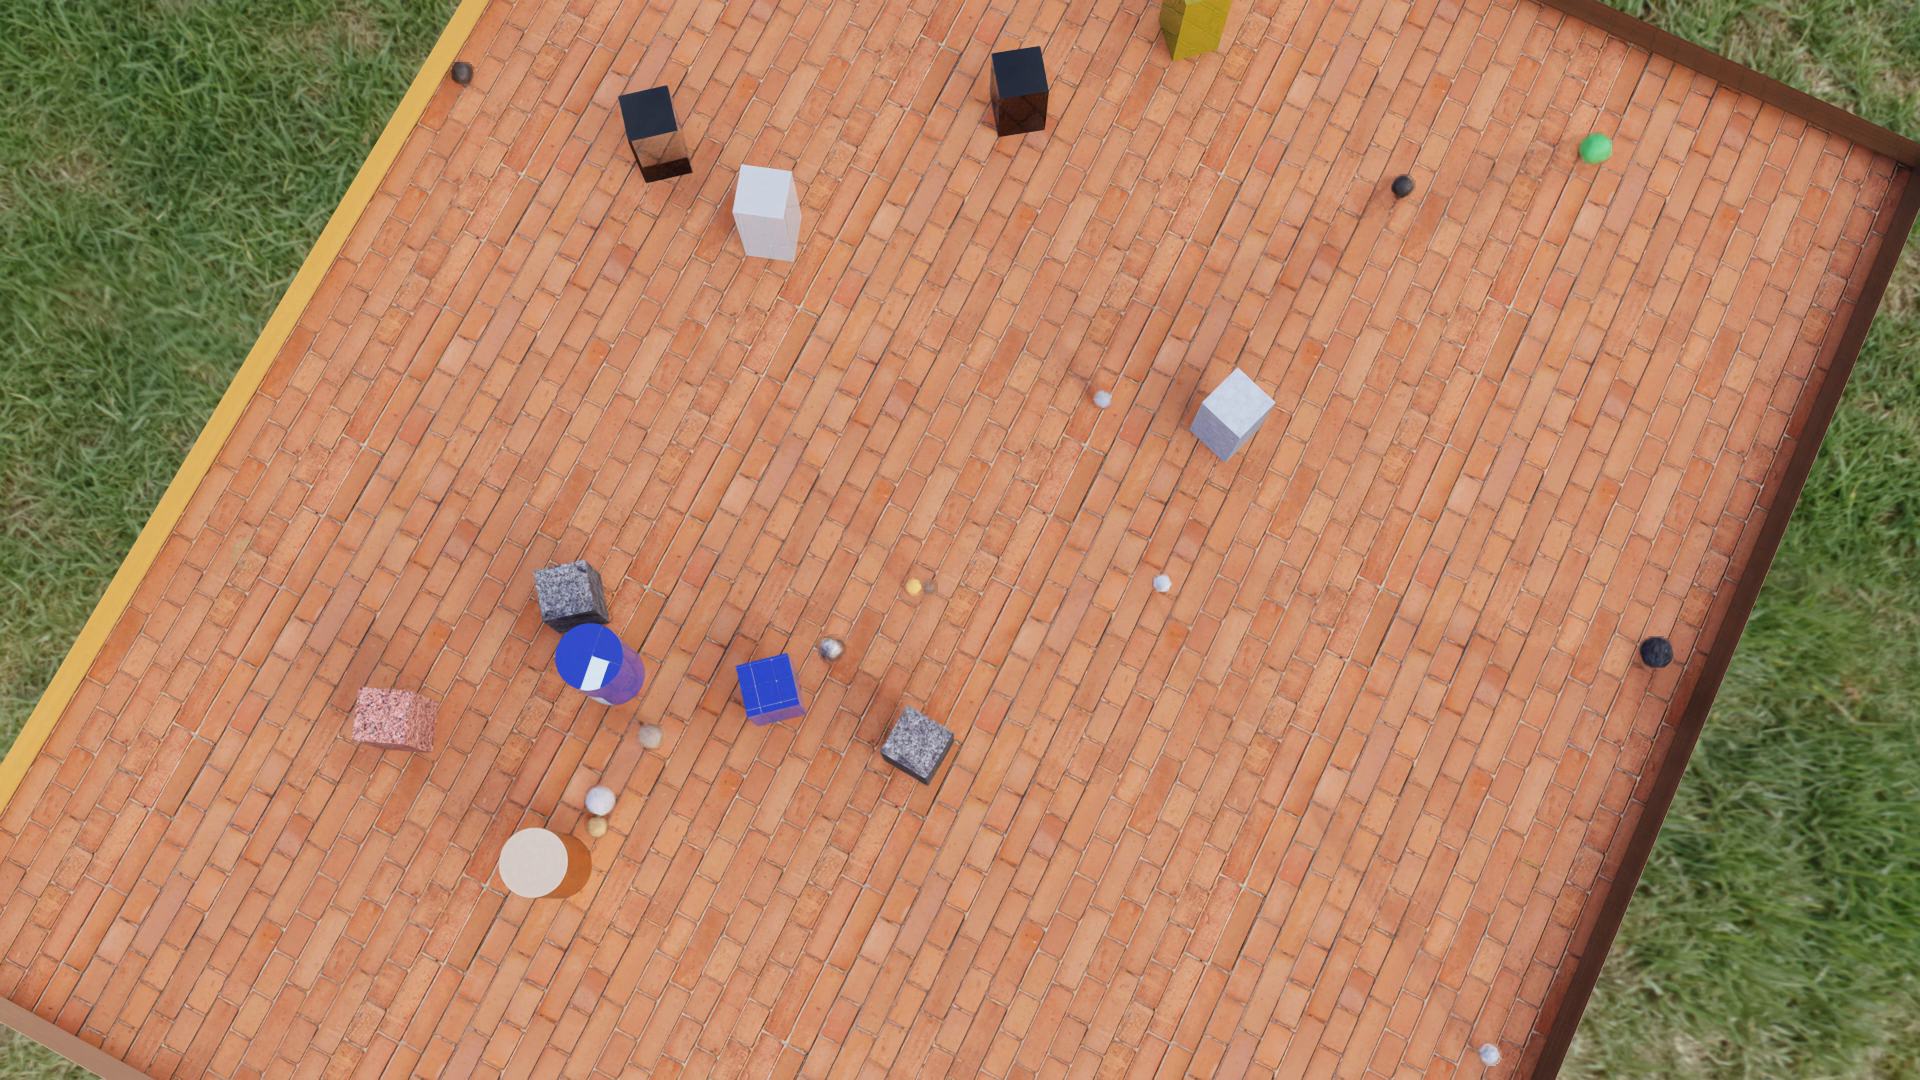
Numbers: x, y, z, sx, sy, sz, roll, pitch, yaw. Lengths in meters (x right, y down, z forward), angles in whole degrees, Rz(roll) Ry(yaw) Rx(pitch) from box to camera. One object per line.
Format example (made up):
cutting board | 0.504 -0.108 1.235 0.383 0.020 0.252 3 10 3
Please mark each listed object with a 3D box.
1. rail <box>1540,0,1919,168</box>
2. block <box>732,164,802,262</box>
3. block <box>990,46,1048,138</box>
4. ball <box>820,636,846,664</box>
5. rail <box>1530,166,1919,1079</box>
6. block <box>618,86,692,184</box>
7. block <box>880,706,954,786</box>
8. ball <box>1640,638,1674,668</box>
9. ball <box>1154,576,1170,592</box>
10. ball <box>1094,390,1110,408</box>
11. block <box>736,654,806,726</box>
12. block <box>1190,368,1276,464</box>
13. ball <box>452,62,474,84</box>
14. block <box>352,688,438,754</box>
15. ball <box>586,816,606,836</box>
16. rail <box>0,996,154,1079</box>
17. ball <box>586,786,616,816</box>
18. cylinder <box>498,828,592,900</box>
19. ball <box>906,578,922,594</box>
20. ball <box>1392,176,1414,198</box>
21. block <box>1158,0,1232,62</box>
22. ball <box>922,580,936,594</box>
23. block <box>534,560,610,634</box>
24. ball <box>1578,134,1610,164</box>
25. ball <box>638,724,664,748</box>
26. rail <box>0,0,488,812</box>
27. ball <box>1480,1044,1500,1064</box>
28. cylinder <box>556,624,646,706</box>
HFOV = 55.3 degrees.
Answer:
rail | 1.097 -2.142 5.995 4.408 0.124 0.045 26 80 5
block | -0.590 -1.002 5.639 0.153 0.361 0.153 8 78 2
block | 0.185 -1.408 5.765 0.153 0.280 0.153 -9 78 -2
ball | -0.382 0.330 5.507 0.080 0.080 0.080 0 78 0
rail | 1.950 0.962 5.353 0.045 0.124 4.953 26 80 5
block | -0.947 -1.262 5.714 0.153 0.319 0.153 -13 79 -3
block | -0.123 0.602 5.341 0.153 0.296 0.153 30 80 6
ball | 2.090 0.339 5.499 0.093 0.093 0.093 0 78 0
ball | 0.614 0.133 5.562 0.052 0.052 0.052 0 78 0
ball | 0.441 -0.438 5.681 0.052 0.052 0.052 0 78 0
block | -0.553 0.443 5.391 0.153 0.262 0.153 -14 79 -3
block | 0.820 -0.373 5.539 0.153 0.303 0.153 44 82 8
ball | -1.600 -1.499 5.891 0.069 0.069 0.069 0 78 0
block | -1.650 0.529 5.366 0.153 0.277 0.153 4 78 1
ball | -1.074 0.844 5.411 0.060 0.060 0.060 0 78 0
rail | -1.097 2.155 5.106 4.408 0.124 0.045 26 80 5
ball | -1.061 0.770 5.413 0.086 0.086 0.086 0 78 0
cylinder | -1.183 0.929 5.249 0.191 0.343 0.191 0 78 0
ball | -0.141 0.141 5.563 0.048 0.048 0.048 0 78 0
ball | 1.404 -1.120 5.814 0.067 0.067 0.067 0 78 0
block | 0.741 -1.680 5.773 0.153 0.373 0.153 -15 79 -3
ball | -0.093 0.144 5.566 0.040 0.040 0.040 0 78 0
block | -1.155 0.171 5.459 0.153 0.240 0.153 -12 79 -3
ball | 2.016 -1.243 5.825 0.095 0.095 0.095 0 78 0
ball | -0.922 0.584 5.457 0.076 0.076 0.076 0 78 0
rail | -1.950 -0.948 5.748 0.045 0.124 4.953 26 80 5
ball | 1.525 1.481 5.282 0.055 0.055 0.055 0 78 0
cylinder | -1.046 0.367 5.350 0.191 0.373 0.191 0 78 0
